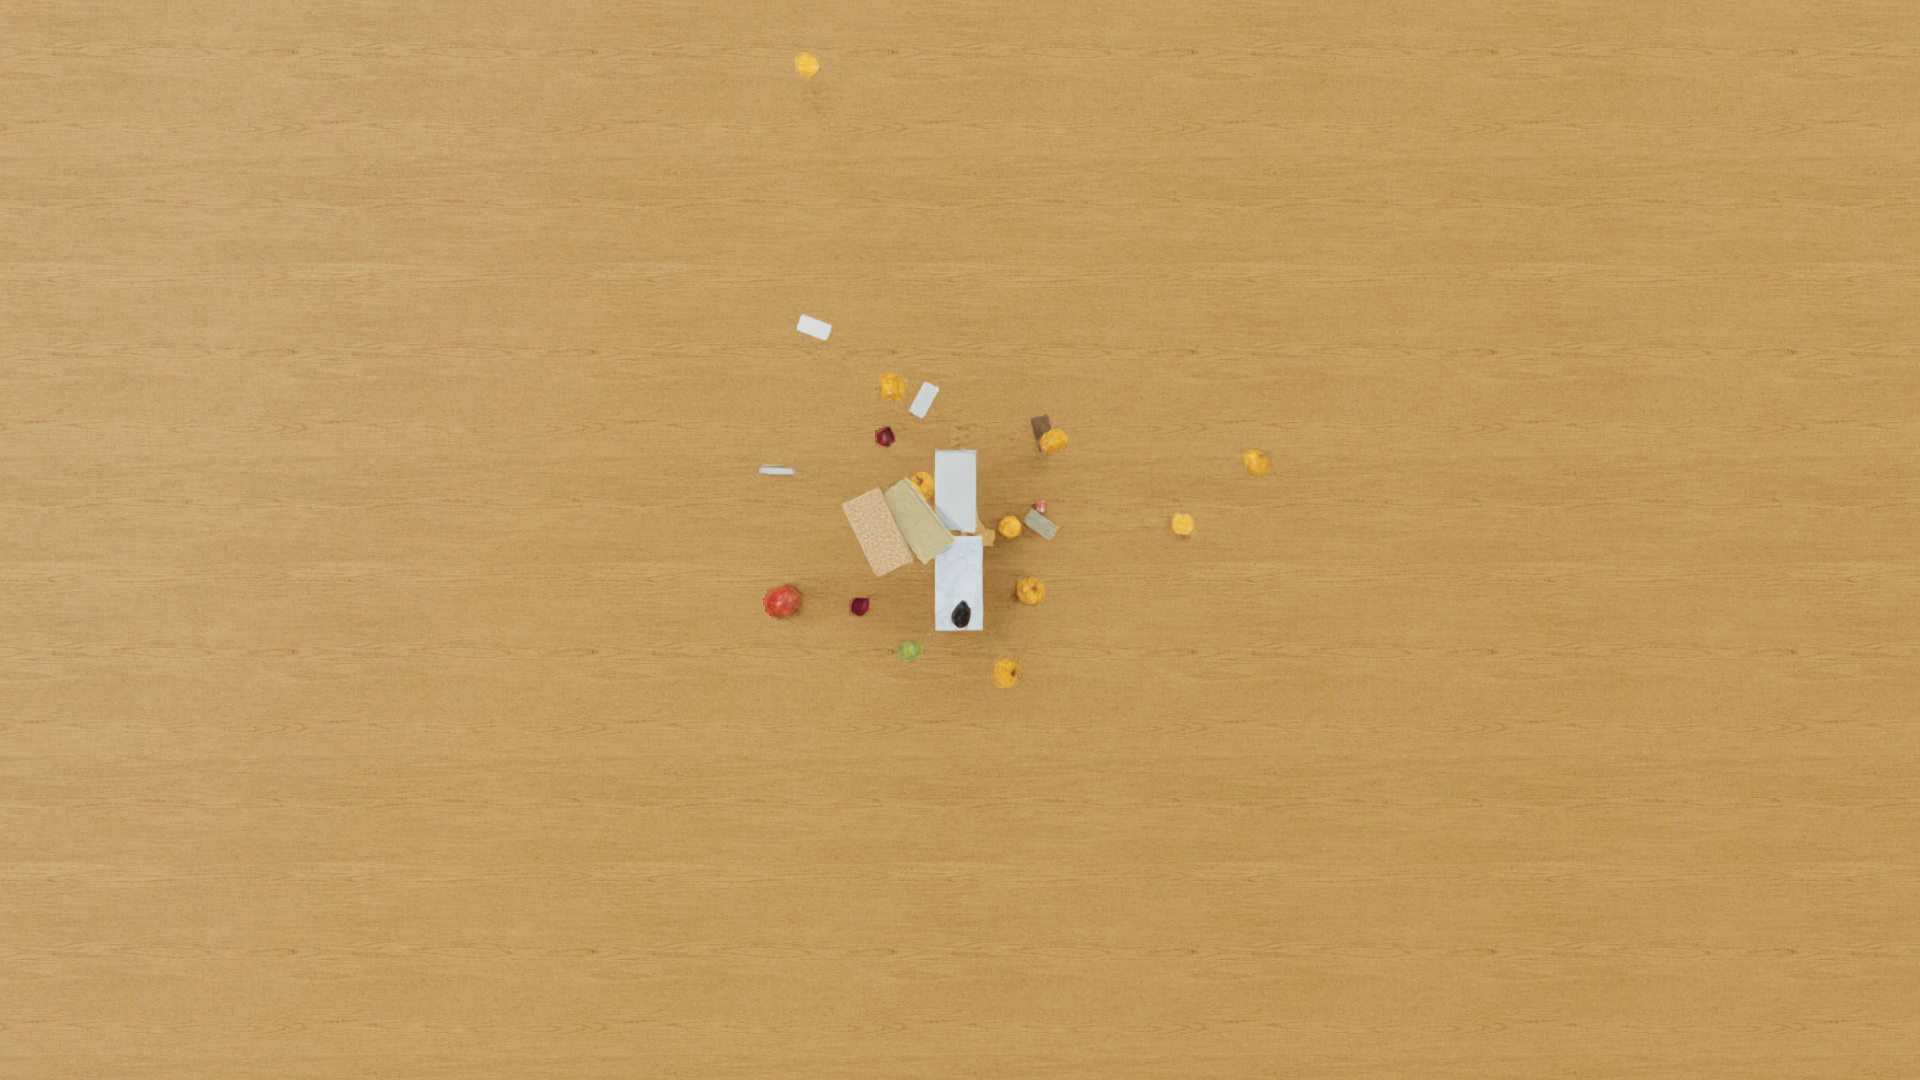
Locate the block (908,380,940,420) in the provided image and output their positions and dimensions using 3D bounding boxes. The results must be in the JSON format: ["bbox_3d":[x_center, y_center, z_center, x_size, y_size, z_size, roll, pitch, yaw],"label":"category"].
[{"bbox_3d":[-0.120,-0.466,5.492,0.054,0.015,0.115,28,90,0],"label":"block"}]

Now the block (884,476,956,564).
[{"bbox_3d":[-0.140,-0.061,5.138,0.126,0.036,0.252,-38,93,0],"label":"block"}]

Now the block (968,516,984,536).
[{"bbox_3d":[0.027,-0.070,5.481,0.055,0.016,0.111,-35,82,-8],"label":"block"}]

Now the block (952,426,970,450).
[{"bbox_3d":[0.002,-0.318,5.492,0.058,0.016,0.116,0,90,0],"label":"block"}]

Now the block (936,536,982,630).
[{"bbox_3d":[-0.004,0.135,5.183,0.147,0.042,0.294,0,90,0],"label":"block"}]

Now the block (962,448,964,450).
[{"bbox_3d":[-0.007,-0.242,5.479,0.058,0.016,0.116,-6,101,1],"label":"block"}]

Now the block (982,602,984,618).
[{"bbox_3d":[0.001,0.221,5.352,0.147,0.294,0.042,0,92,0],"label":"block"}]

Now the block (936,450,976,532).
[{"bbox_3d":[-0.013,-0.154,5.153,0.126,0.036,0.252,2,107,6],"label":"block"}]

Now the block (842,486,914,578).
[{"bbox_3d":[-0.253,-0.026,5.072,0.126,0.036,0.252,-25,100,4],"label":"block"}]

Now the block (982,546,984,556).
[{"bbox_3d":[0.000,0.037,5.352,0.147,0.294,0.042,9,94,0],"label":"block"}]

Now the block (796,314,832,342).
[{"bbox_3d":[-0.485,-0.707,5.492,0.109,0.015,0.054,21,90,0],"label":"block"}]

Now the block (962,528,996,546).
[{"bbox_3d":[0.059,-0.014,5.492,0.111,0.016,0.055,9,90,0],"label":"block"}]

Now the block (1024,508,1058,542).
[{"bbox_3d":[0.269,-0.050,5.490,0.111,0.016,0.055,35,89,-2],"label":"block"}]

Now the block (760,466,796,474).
[{"bbox_3d":[-0.604,-0.231,5.472,0.109,0.054,0.015,2,99,0],"label":"block"}]

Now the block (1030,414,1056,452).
[{"bbox_3d":[0.277,-0.355,5.492,0.058,0.016,0.116,-16,90,0],"label":"block"}]
